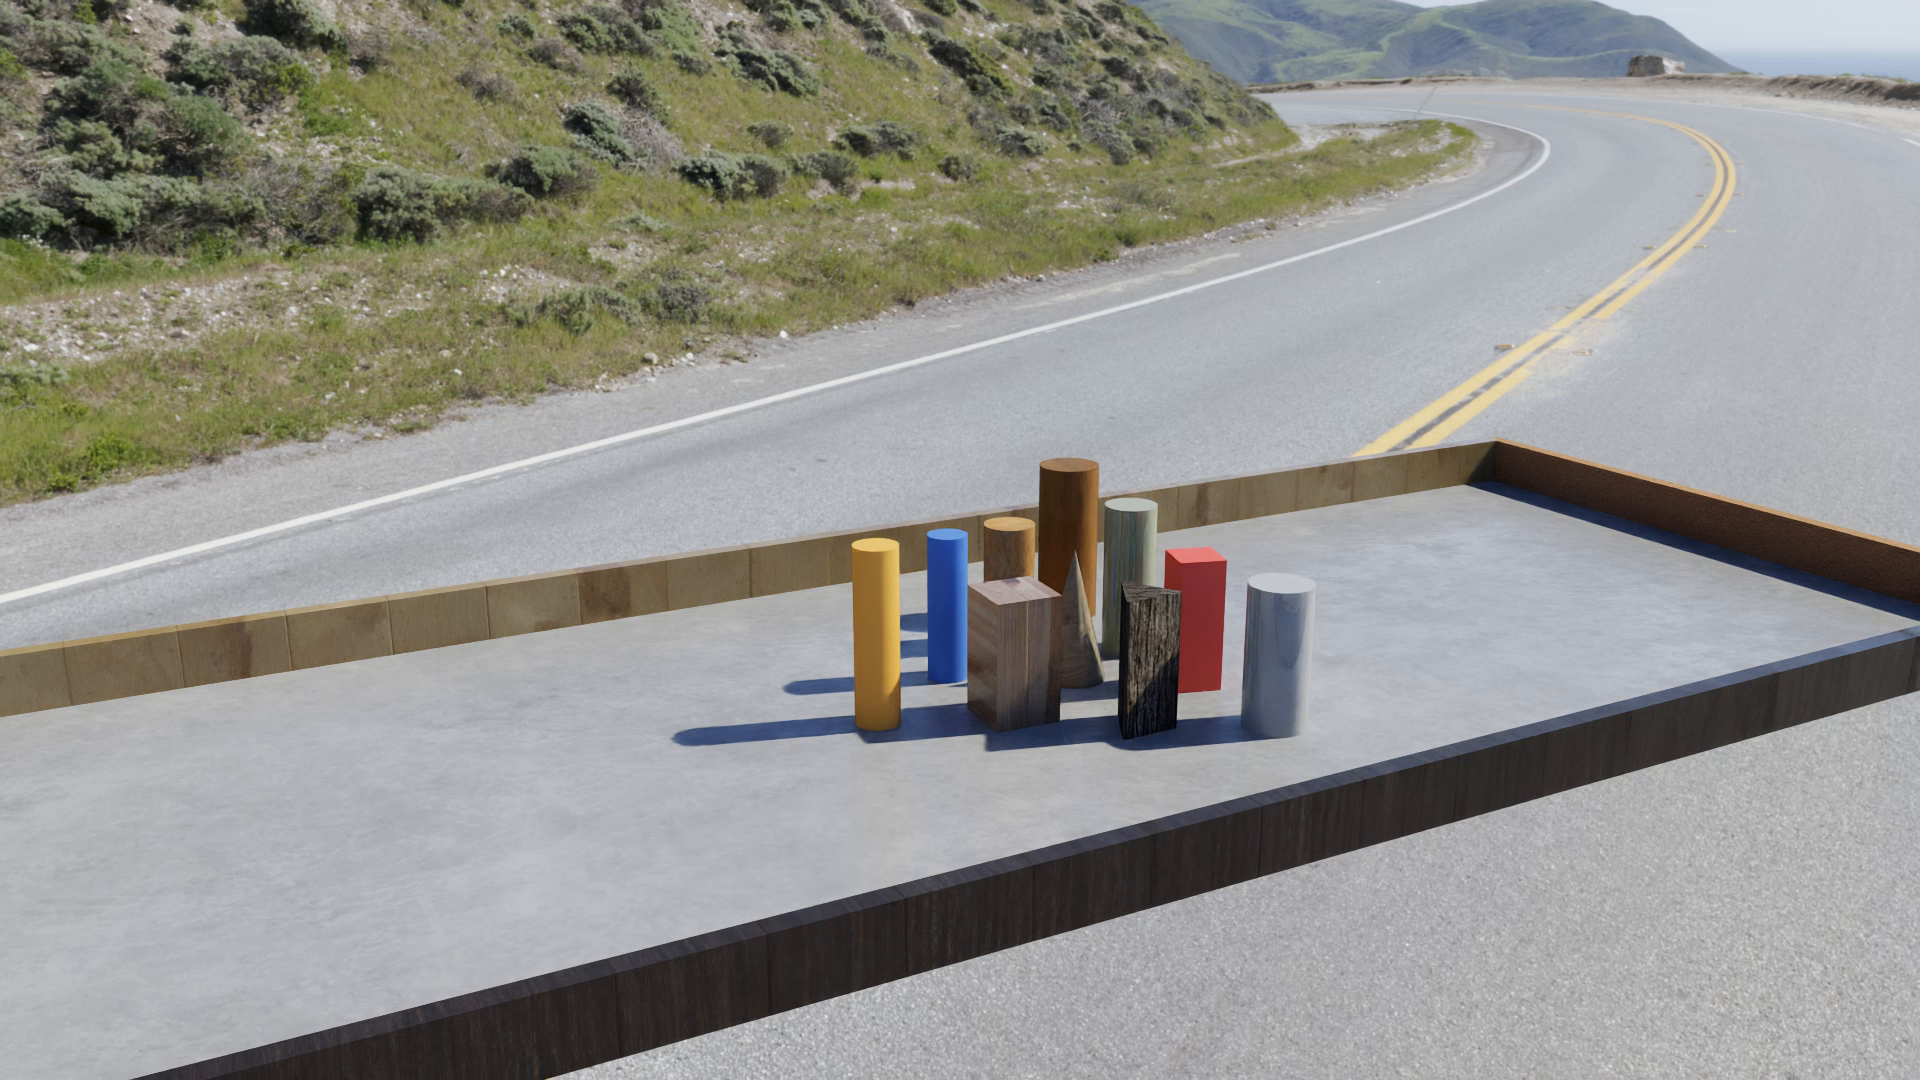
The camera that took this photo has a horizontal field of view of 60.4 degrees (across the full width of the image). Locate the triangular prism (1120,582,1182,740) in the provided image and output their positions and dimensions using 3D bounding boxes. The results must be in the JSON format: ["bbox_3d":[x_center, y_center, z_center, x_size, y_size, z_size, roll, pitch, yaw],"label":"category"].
[{"bbox_3d":[0.411,0.273,3.834,0.149,0.334,0.129,-9,19,-28],"label":"triangular prism"}]

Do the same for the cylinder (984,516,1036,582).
[{"bbox_3d":[0.130,0.115,4.381,0.136,0.328,0.136,0,16,0],"label":"cylinder"}]

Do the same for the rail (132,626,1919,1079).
[{"bbox_3d":[-2.336,1.006,1.665,12.000,0.150,0.050,-9,18,-27],"label":"rail"}]

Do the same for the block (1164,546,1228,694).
[{"bbox_3d":[0.578,0.198,4.085,0.117,0.336,0.117,-3,17,-11],"label":"block"}]

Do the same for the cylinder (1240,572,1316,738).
[{"bbox_3d":[0.737,0.267,3.825,0.155,0.351,0.155,0,16,0],"label":"cylinder"}]

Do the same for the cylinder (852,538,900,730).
[{"bbox_3d":[-0.193,0.220,3.832,0.109,0.436,0.109,0,16,0],"label":"cylinder"}]

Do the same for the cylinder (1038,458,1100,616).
[{"bbox_3d":[0.301,-0.002,4.601,0.164,0.429,0.164,0,16,0],"label":"cylinder"}]

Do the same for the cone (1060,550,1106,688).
[{"bbox_3d":[0.285,0.184,4.128,0.165,0.339,0.165,0,16,0],"label":"cone"}]

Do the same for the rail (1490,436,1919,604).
[{"bbox_3d":[2.466,-0.048,5.253,0.050,0.150,2.100,-9,18,-27],"label":"rail"}]

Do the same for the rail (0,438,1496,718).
[{"bbox_3d":[-3.305,0.497,3.399,12.000,0.150,0.050,-9,18,-27],"label":"rail"}]

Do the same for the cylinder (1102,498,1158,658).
[{"bbox_3d":[0.442,0.100,4.309,0.136,0.399,0.136,0,16,0],"label":"cylinder"}]

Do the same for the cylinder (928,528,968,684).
[{"bbox_3d":[-0.031,0.165,4.126,0.101,0.375,0.101,0,16,0],"label":"cylinder"}]

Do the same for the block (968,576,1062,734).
[{"bbox_3d":[0.127,0.267,3.890,0.165,0.314,0.165,-7,18,-23],"label":"block"}]
